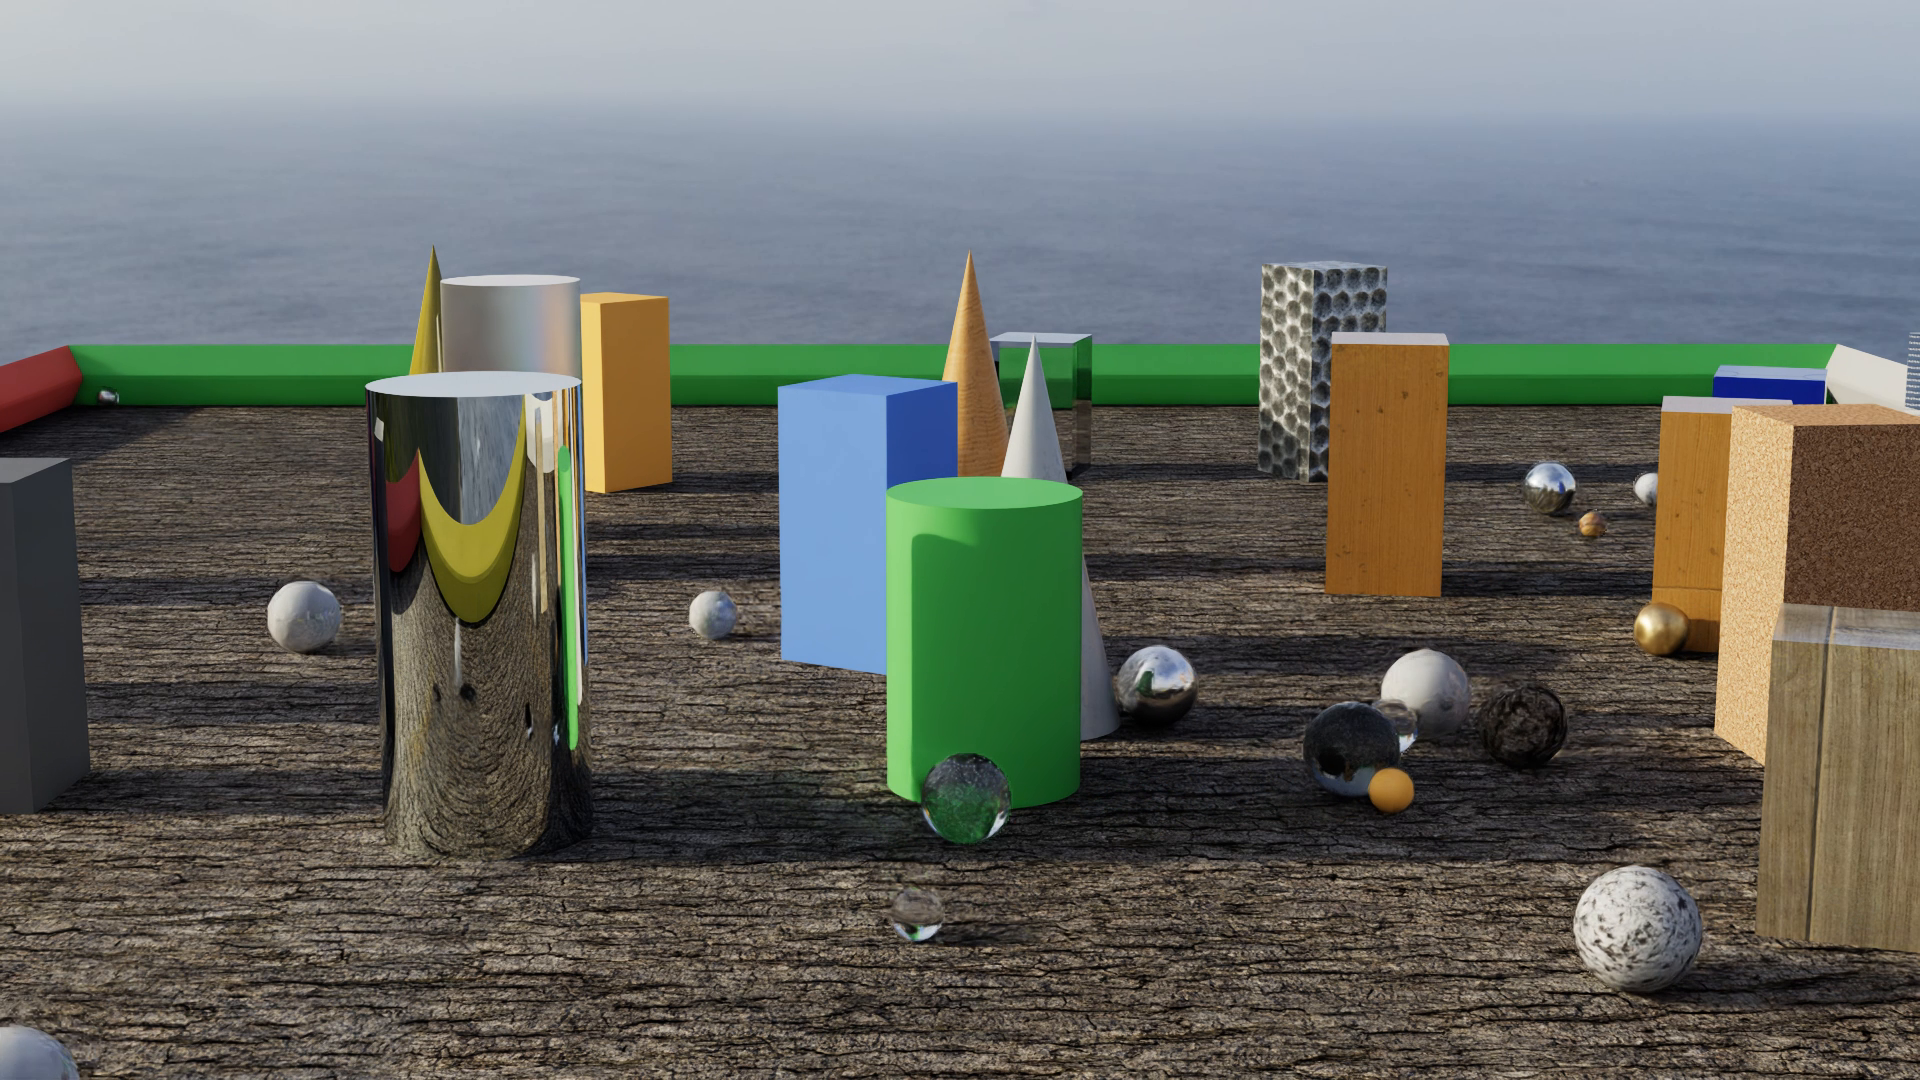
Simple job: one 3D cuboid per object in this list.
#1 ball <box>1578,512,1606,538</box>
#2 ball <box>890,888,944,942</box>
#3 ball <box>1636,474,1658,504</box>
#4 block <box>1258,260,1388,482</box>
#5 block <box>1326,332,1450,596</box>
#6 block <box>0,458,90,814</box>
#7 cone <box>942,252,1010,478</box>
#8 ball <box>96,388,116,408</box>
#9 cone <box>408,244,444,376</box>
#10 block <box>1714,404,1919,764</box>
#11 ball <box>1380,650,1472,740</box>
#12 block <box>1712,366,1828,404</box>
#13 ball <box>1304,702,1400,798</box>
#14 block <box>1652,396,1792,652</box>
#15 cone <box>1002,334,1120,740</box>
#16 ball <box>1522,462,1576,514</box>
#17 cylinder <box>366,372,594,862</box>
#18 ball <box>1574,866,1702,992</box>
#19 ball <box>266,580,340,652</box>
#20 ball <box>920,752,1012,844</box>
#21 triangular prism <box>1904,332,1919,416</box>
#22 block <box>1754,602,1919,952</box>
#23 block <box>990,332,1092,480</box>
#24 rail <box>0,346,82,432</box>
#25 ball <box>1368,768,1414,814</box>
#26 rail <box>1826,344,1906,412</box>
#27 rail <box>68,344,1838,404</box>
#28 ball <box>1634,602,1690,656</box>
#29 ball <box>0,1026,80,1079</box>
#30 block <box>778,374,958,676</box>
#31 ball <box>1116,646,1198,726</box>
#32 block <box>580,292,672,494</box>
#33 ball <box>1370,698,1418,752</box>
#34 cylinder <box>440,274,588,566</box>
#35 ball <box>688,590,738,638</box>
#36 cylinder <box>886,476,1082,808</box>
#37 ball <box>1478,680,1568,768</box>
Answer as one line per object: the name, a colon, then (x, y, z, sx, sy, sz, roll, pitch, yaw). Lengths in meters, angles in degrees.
ball: (0.987, -0.024, 4.006, 0.040, 0.040, 0.040, 0, 10, 0)
ball: (-0.036, 0.315, 2.162, 0.045, 0.045, 0.045, 0, 10, 0)
ball: (1.162, -0.086, 4.313, 0.052, 0.052, 0.052, 0, 10, 0)
block: (0.650, -0.306, 4.611, 0.159, 0.375, 0.159, -5, 12, -27)
block: (0.600, -0.110, 3.619, 0.159, 0.350, 0.159, 2, 11, 8)
block: (-0.990, 0.093, 2.577, 0.159, 0.331, 0.159, 0, 10, 1)
cone: (0.015, -0.193, 3.746, 0.199, 0.467, 0.199, 0, 10, 0)
ball: (-1.839, -0.306, 5.529, 0.041, 0.041, 0.041, 0, 10, 0)
cone: (-0.817, -0.237, 4.018, 0.199, 0.454, 0.199, 0, 10, 0)
block: (0.921, 0.047, 2.733, 0.159, 0.364, 0.159, -1, 11, -6)
ball: (0.510, 0.169, 2.805, 0.098, 0.098, 0.098, 0, 10, 0)
block: (1.231, -0.122, 3.914, 0.159, 0.267, 0.159, 4, 11, 19)
ball: (0.394, 0.211, 2.582, 0.097, 0.097, 0.097, 0, 10, 0)
block: (0.971, -0.021, 3.272, 0.159, 0.303, 0.159, 3, 11, 16)
cone: (0.081, -0.012, 2.846, 0.199, 0.439, 0.199, 0, 10, 0)
ball: (0.966, -0.084, 4.208, 0.086, 0.086, 0.086, 0, 10, 0)
cylinder: (-0.454, 0.067, 2.435, 0.199, 0.433, 0.199, 0, 10, 0)
ball: (0.539, 0.310, 2.042, 0.099, 0.099, 0.099, 0, 10, 0)
ball: (-0.824, 0.096, 3.219, 0.091, 0.091, 0.091, 0, 10, 0)
ball: (0.006, 0.245, 2.429, 0.086, 0.086, 0.086, 0, 10, 0)
triangular prism: (1.466, -0.121, 3.677, 0.149, 0.350, 0.172, -9, 14, -41)
block: (0.776, 0.200, 2.201, 0.159, 0.256, 0.159, 4, 11, 20)
block: (0.143, -0.244, 4.635, 0.159, 0.245, 0.159, 3, 11, 15)
rail: (-1.896, 0.035, 3.438, 0.045, 0.129, 4.319, 0, 10, 0)
ball: (0.425, 0.247, 2.529, 0.045, 0.045, 0.045, 0, 10, 0)
rail: (1.896, 0.031, 3.459, 0.045, 0.129, 4.319, 0, 10, 0)
rail: (-0.012, -0.355, 5.549, 3.839, 0.129, 0.045, 0, 10, 0)
ball: (0.877, 0.111, 3.204, 0.067, 0.067, 0.067, 0, 10, 0)
ball: (-0.639, 0.373, 1.726, 0.090, 0.090, 0.090, 0, 10, 0)
block: (-0.112, -0.024, 3.181, 0.159, 0.340, 0.159, 7, 12, 32)
ball: (0.220, 0.163, 2.861, 0.090, 0.090, 0.090, 0, 10, 0)
block: (-0.622, -0.262, 4.506, 0.159, 0.327, 0.159, 9, 14, 40)
ball: (0.460, 0.199, 2.745, 0.061, 0.061, 0.061, 0, 10, 0)
cylinder: (-0.648, -0.167, 3.734, 0.199, 0.421, 0.199, 0, 10, 0)
ball: (-0.317, 0.096, 3.299, 0.062, 0.062, 0.062, 0, 10, 0)
cylinder: (0.025, 0.101, 2.613, 0.199, 0.303, 0.199, 0, 10, 0)
ball: (0.590, 0.193, 2.691, 0.092, 0.092, 0.092, 0, 10, 0)
